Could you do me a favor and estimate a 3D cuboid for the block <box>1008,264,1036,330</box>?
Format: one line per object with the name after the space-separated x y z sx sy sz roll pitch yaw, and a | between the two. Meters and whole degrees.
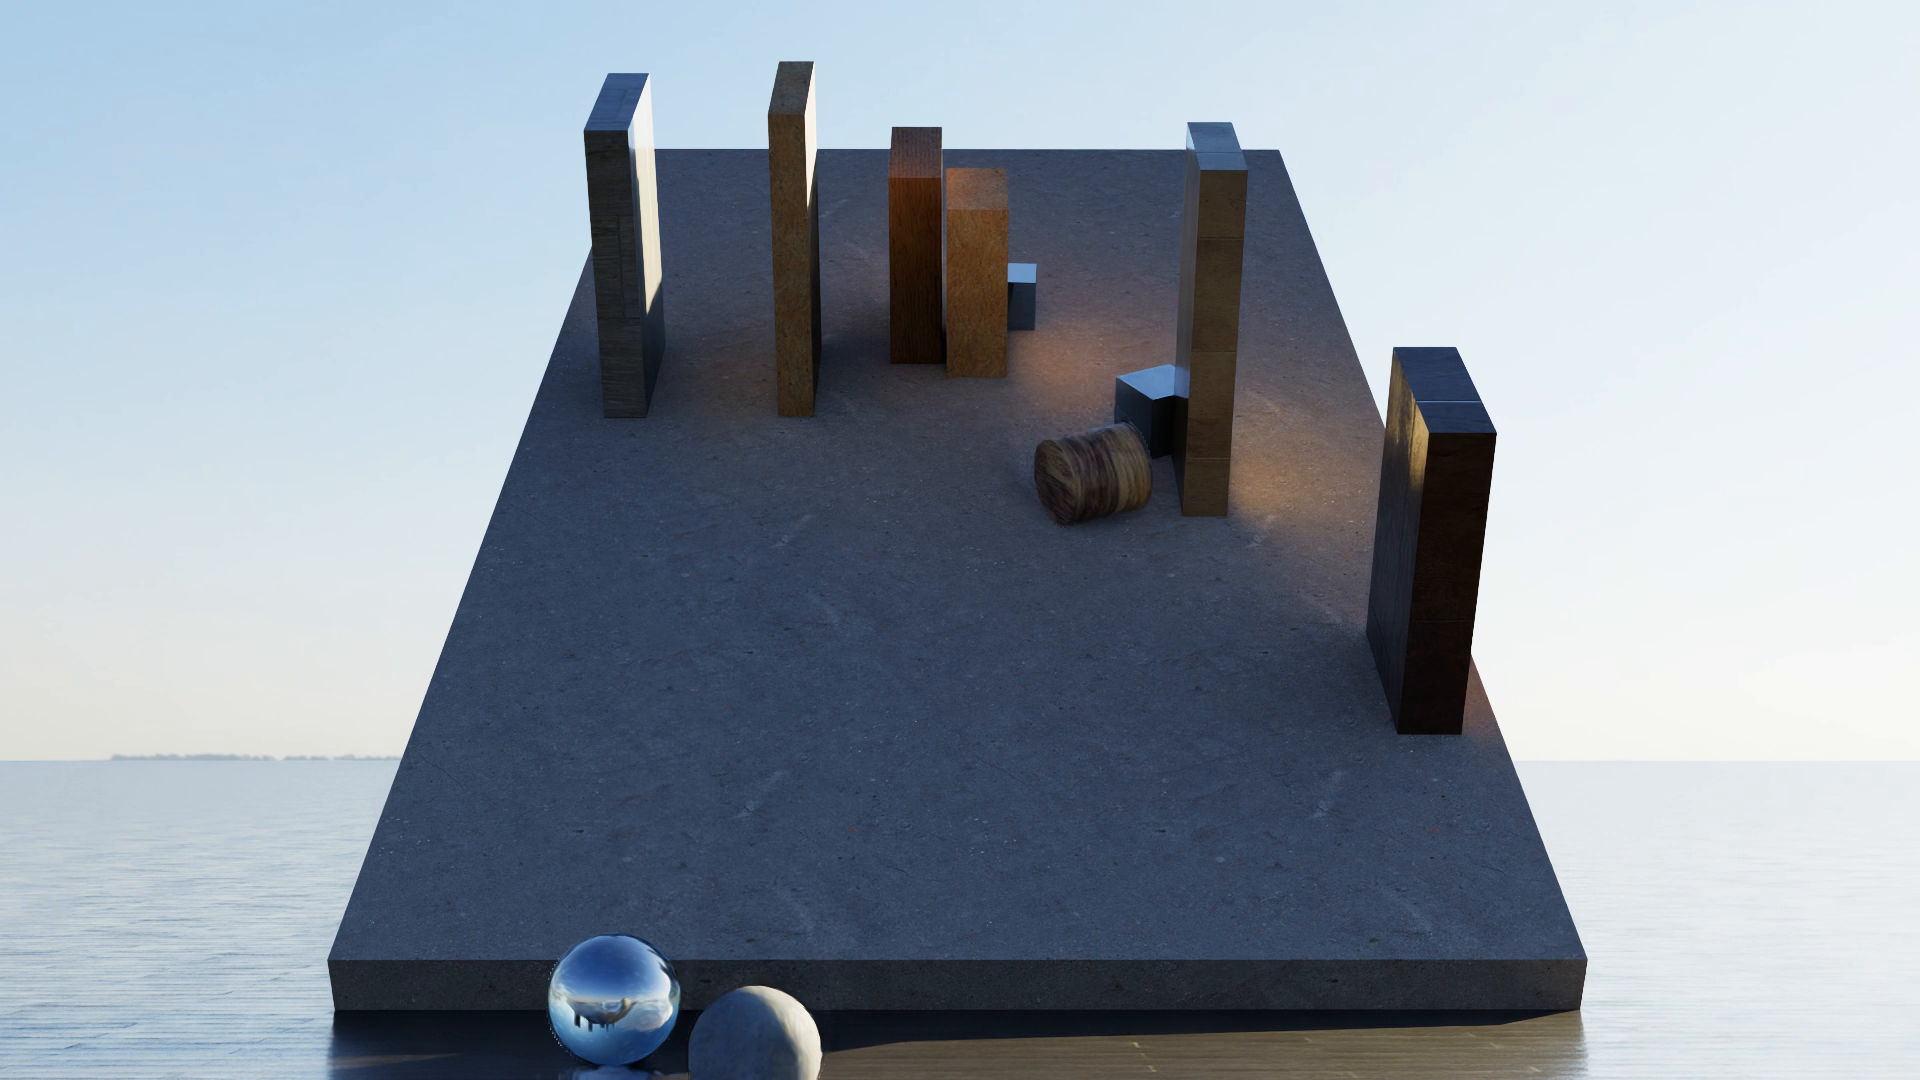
0.128 -0.621 6.080 0.130 0.130 0.130 1 28 2 | block

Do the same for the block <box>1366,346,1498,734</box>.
0.861 -0.001 4.394 0.117 0.611 0.374 0 28 0 | block

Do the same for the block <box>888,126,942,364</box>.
-0.108 -0.735 5.920 0.126 0.480 0.386 0 28 0 | block

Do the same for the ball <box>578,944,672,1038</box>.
-0.485 0.653 3.450 0.134 0.134 0.134 0 -5 0 | ball

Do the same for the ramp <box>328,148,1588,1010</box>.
-0.011 -0.223 5.572 2.000 0.100 4.000 0 28 0 | ramp

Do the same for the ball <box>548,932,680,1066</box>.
-0.456 0.606 3.143 0.173 0.173 0.173 0 -5 0 | ball

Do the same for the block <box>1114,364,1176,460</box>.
0.457 -0.294 5.443 0.148 0.148 0.148 -15 31 -27 | block

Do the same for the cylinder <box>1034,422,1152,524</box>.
0.284 -0.143 5.113 0.186 0.186 0.186 -13 0 -23 | cylinder

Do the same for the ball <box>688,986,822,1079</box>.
-0.230 0.575 2.668 0.150 0.150 0.150 0 -5 0 | ball

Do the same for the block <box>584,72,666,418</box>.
-0.783 -0.695 5.606 0.098 0.698 0.431 0 28 0 | block

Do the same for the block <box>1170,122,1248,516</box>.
0.528 -0.468 5.095 0.095 0.781 0.308 0 28 0 | block

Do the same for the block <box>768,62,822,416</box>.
-0.385 -0.708 5.598 0.083 0.731 0.407 0 28 0 | block

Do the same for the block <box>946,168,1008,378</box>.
0.040 -0.654 5.822 0.145 0.429 0.295 0 28 0 | block
